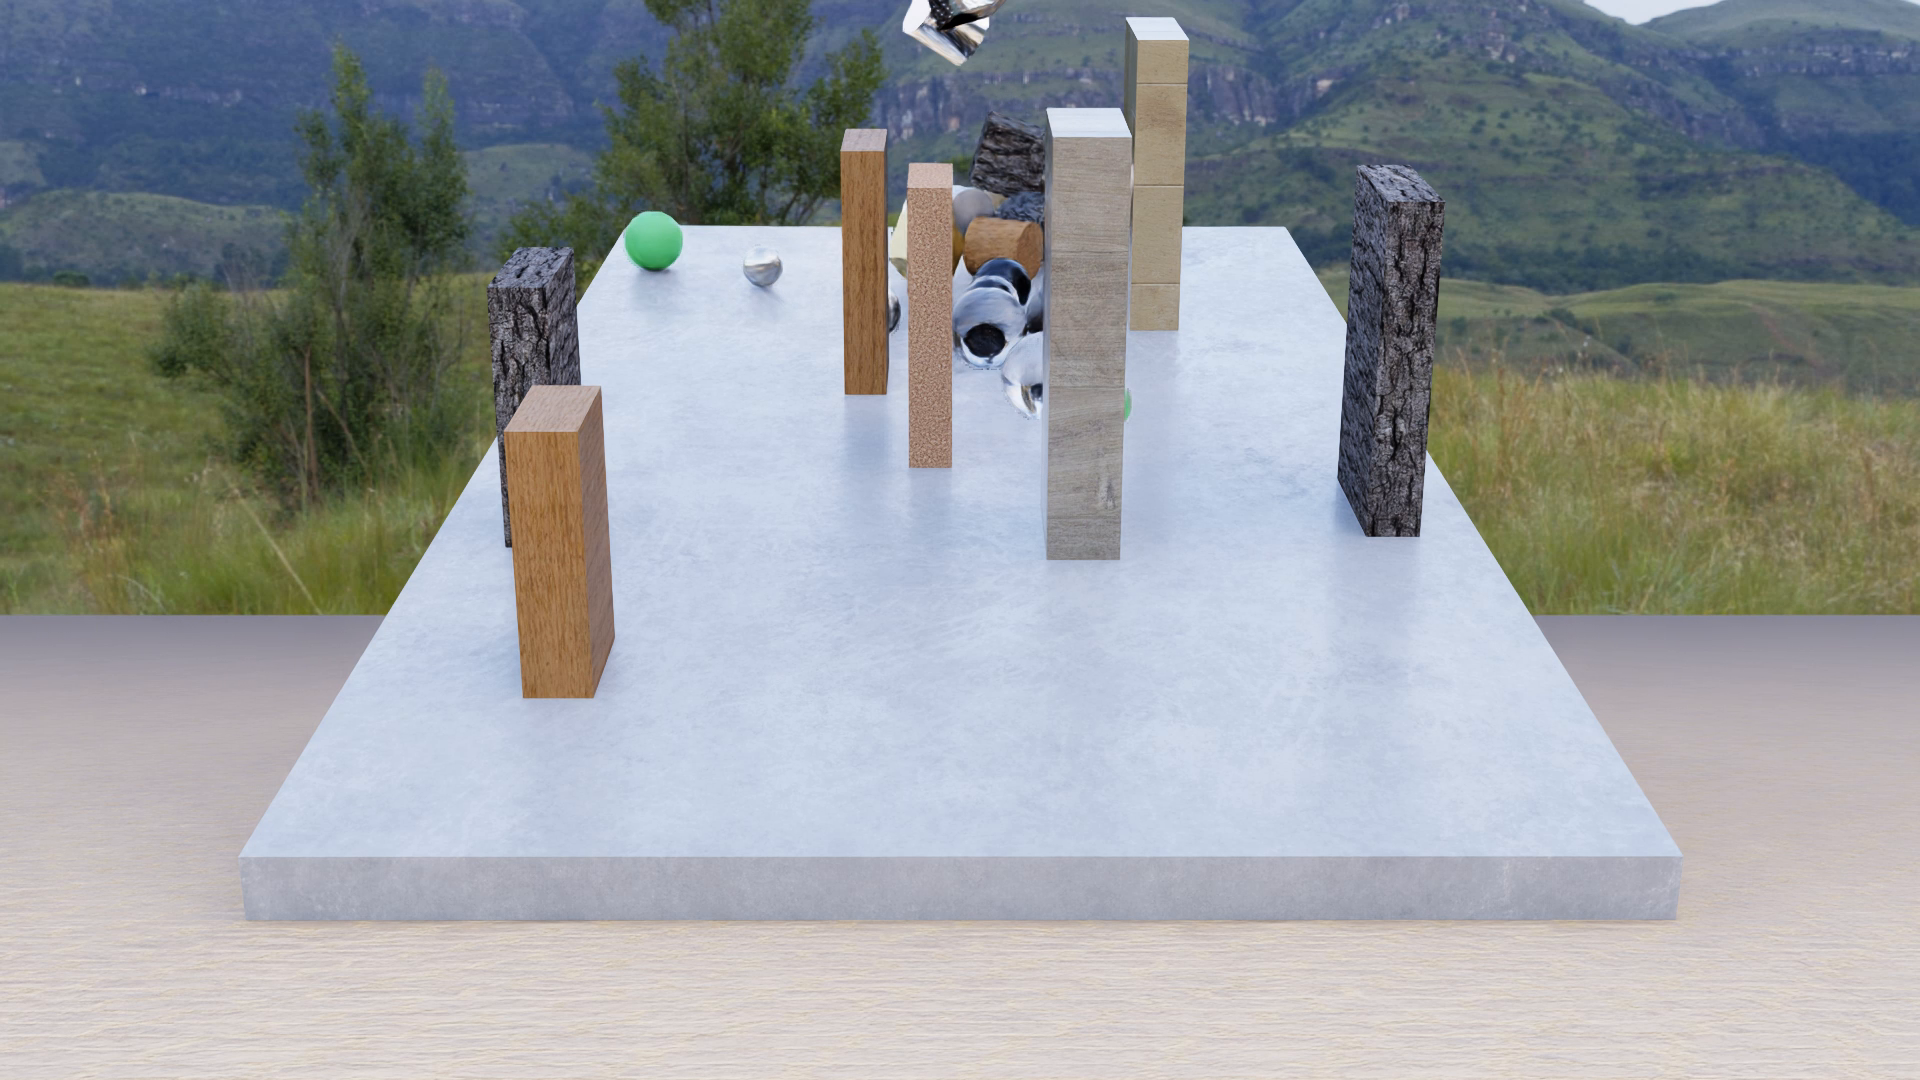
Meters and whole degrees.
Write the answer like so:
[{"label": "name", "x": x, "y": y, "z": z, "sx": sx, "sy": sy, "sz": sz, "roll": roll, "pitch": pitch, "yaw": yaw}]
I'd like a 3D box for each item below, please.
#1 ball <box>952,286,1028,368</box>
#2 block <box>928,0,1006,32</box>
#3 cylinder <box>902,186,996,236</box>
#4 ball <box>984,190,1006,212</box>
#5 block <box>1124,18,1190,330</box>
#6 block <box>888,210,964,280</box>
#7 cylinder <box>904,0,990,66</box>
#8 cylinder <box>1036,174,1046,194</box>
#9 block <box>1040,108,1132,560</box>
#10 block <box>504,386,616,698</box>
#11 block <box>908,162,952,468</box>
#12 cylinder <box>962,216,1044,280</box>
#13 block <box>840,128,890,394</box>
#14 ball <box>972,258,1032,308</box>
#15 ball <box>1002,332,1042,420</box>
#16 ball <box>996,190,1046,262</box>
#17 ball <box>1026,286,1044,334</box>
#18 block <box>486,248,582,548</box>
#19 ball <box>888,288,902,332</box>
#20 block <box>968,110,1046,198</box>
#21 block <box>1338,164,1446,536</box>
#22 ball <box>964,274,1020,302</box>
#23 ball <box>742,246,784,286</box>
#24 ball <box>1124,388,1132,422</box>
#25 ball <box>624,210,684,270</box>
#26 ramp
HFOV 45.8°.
[{"label": "ball", "x": 0.065, "y": -0.506, "z": 5.411, "sx": 0.195, "sy": 0.195, "sz": 0.195, "roll": 0, "pitch": -2, "yaw": 0}, {"label": "block", "x": 0.012, "y": -1.581, "z": 6.490, "sx": 0.168, "sy": 0.168, "sz": 0.168, "roll": -21, "pitch": 1, "yaw": -22}, {"label": "cylinder", "x": -0.033, "y": -0.902, "z": 6.369, "sx": 0.187, "sy": 0.187, "sz": 0.187, "roll": 2, "pitch": 12, "yaw": -41}, {"label": "ball", "x": 0.131, "y": -0.988, "z": 6.768, "sx": 0.158, "sy": 0.158, "sz": 0.158, "roll": 0, "pitch": -2, "yaw": 0}, {"label": "block", "x": 0.492, "y": -0.943, "z": 5.828, "sx": 0.124, "sy": 0.727, "sz": 0.410, "roll": 0, "pitch": 20, "yaw": 0}, {"label": "block", "x": -0.092, "y": -0.793, "z": 6.183, "sx": 0.140, "sy": 0.140, "sz": 0.140, "roll": 11, "pitch": -17, "yaw": 27}, {"label": "cylinder", "x": -0.040, "y": -1.533, "z": 6.724, "sx": 0.183, "sy": 0.183, "sz": 0.183, "roll": 28, "pitch": -15, "yaw": -26}, {"label": "cylinder", "x": 0.344, "y": -0.973, "z": 6.669, "sx": 0.198, "sy": 0.198, "sz": 0.198, "roll": 18, "pitch": 11, "yaw": 40}, {"label": "block", "x": 0.229, "y": -0.384, "z": 4.229, "sx": 0.137, "sy": 0.788, "sz": 0.299, "roll": 0, "pitch": 20, "yaw": 0}, {"label": "block", "x": -0.644, "y": 0.000, "z": 3.677, "sx": 0.113, "sy": 0.448, "sz": 0.250, "roll": 0, "pitch": 20, "yaw": 0}, {"label": "block", "x": -0.061, "y": -0.471, "z": 4.752, "sx": 0.090, "sy": 0.588, "sz": 0.261, "roll": 0, "pitch": 20, "yaw": 0}, {"label": "cylinder", "x": 0.120, "y": -0.802, "z": 6.254, "sx": 0.164, "sy": 0.164, "sz": 0.164, "roll": 13, "pitch": 5, "yaw": 28}, {"label": "block", "x": -0.218, "y": -0.646, "z": 5.259, "sx": 0.096, "sy": 0.562, "sz": 0.276, "roll": 0, "pitch": 20, "yaw": 0}, {"label": "ball", "x": 0.107, "y": -0.654, "z": 5.872, "sx": 0.152, "sy": 0.152, "sz": 0.152, "roll": 0, "pitch": -2, "yaw": 0}, {"label": "ball", "x": 0.189, "y": -0.364, "z": 5.030, "sx": 0.194, "sy": 0.194, "sz": 0.194, "roll": 0, "pitch": -2, "yaw": 0}, {"label": "ball", "x": 0.194, "y": -0.881, "z": 6.404, "sx": 0.207, "sy": 0.207, "sz": 0.207, "roll": 0, "pitch": -2, "yaw": 0}, {"label": "ball", "x": 0.247, "y": -0.543, "z": 5.544, "sx": 0.173, "sy": 0.173, "sz": 0.173, "roll": 0, "pitch": -2, "yaw": 0}, {"label": "block", "x": -0.804, "y": -0.277, "z": 4.347, "sx": 0.107, "sy": 0.502, "sz": 0.322, "roll": 0, "pitch": 20, "yaw": 0}, {"label": "ball", "x": -0.216, "y": -0.572, "z": 5.671, "sx": 0.138, "sy": 0.138, "sz": 0.138, "roll": 0, "pitch": -2, "yaw": 0}, {"label": "block", "x": 0.145, "y": -1.106, "z": 6.559, "sx": 0.190, "sy": 0.190, "sz": 0.190, "roll": 17, "pitch": 20, "yaw": -6}, {"label": "block", "x": 0.828, "y": -0.370, "z": 4.395, "sx": 0.103, "sy": 0.648, "sz": 0.347, "roll": 0, "pitch": 20, "yaw": 0}, {"label": "ball", "x": 0.078, "y": -0.597, "z": 5.730, "sx": 0.144, "sy": 0.144, "sz": 0.144, "roll": 0, "pitch": -2, "yaw": 0}, {"label": "ball", "x": -0.536, "y": -0.744, "z": 6.173, "sx": 0.111, "sy": 0.111, "sz": 0.111, "roll": 0, "pitch": -2, "yaw": 0}, {"label": "ball", "x": 0.319, "y": -0.295, "z": 4.961, "sx": 0.112, "sy": 0.112, "sz": 0.112, "roll": 0, "pitch": -2, "yaw": 0}, {"label": "ball", "x": -0.855, "y": -0.837, "z": 6.346, "sx": 0.164, "sy": 0.164, "sz": 0.164, "roll": 0, "pitch": -2, "yaw": 0}, {"label": "ramp", "x": -0.005, "y": -0.210, "z": 5.035, "sx": 2.000, "sy": 0.100, "sz": 4.000, "roll": 0, "pitch": 20, "yaw": 0}]
